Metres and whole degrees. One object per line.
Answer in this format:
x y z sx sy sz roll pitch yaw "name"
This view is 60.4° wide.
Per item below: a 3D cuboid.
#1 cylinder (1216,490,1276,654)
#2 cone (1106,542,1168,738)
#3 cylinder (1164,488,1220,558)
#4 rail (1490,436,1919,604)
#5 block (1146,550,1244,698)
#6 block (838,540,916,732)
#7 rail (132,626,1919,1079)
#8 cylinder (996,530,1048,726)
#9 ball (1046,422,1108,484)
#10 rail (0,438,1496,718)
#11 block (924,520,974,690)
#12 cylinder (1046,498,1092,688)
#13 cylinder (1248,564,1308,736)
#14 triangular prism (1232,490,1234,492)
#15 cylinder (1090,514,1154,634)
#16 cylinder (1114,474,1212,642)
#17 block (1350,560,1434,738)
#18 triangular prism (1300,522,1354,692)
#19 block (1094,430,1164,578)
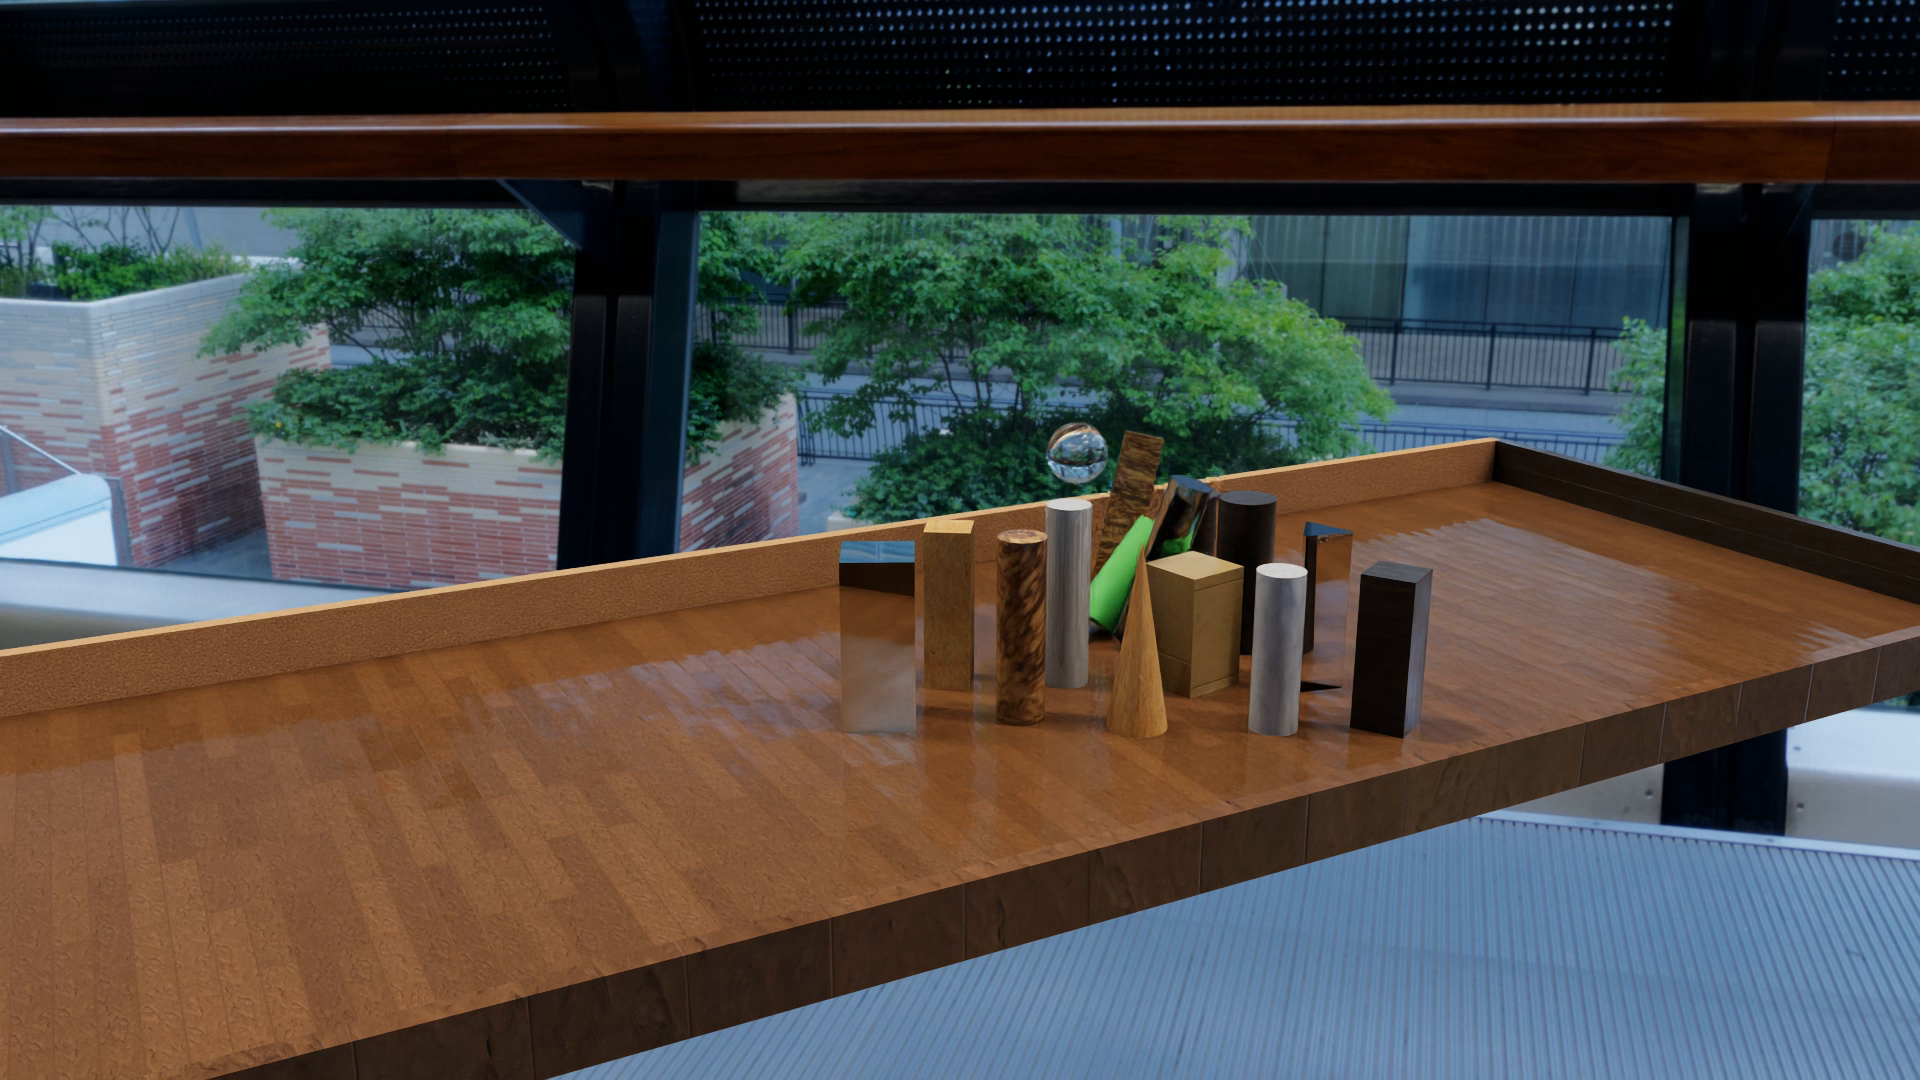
0.748 0.085 4.342 0.149 0.407 0.149 0 16 0 "cylinder"
0.414 0.217 3.808 0.145 0.456 0.145 0 16 0 "cone"
0.634 0.037 4.594 0.155 0.351 0.155 2 15 0 "cylinder"
2.466 -0.048 5.253 0.050 0.150 2.100 -9 18 -27 "rail"
0.576 0.208 4.105 0.173 0.306 0.173 -13 21 -37 "block"
-0.190 0.225 3.856 0.171 0.413 0.171 0 16 -1 "block"
-2.336 1.006 1.665 12.000 0.150 0.050 -9 18 -27 "rail"
0.143 0.206 3.859 0.116 0.448 0.116 0 16 0 "cylinder"
0.349 -0.258 4.904 0.184 0.184 0.184 0 16 0 "ball"
-3.305 0.497 3.399 12.000 0.150 0.050 -9 18 -27 "rail"
-0.027 0.160 4.093 0.114 0.404 0.114 1 16 5 "block"
0.266 0.133 4.086 0.113 0.460 0.113 0 16 0 "cylinder"
0.734 0.253 3.812 0.115 0.384 0.115 0 16 0 "cylinder"
0.617 0.014 4.734 0.452 0.081 0.093 -33 5 -2 "triangular prism"
0.452 0.093 4.477 0.128 0.308 0.128 36 -4 3 "cylinder"
0.530 0.061 4.314 0.113 0.458 0.113 16 18 -5 "cylinder"
1.001 0.253 3.828 0.127 0.376 0.127 10 19 31 "block"
0.875 0.163 4.086 0.130 0.403 0.113 -4 17 -15 "triangular prism"
0.495 -0.095 4.854 0.115 0.438 0.115 12 6 4 "block"
